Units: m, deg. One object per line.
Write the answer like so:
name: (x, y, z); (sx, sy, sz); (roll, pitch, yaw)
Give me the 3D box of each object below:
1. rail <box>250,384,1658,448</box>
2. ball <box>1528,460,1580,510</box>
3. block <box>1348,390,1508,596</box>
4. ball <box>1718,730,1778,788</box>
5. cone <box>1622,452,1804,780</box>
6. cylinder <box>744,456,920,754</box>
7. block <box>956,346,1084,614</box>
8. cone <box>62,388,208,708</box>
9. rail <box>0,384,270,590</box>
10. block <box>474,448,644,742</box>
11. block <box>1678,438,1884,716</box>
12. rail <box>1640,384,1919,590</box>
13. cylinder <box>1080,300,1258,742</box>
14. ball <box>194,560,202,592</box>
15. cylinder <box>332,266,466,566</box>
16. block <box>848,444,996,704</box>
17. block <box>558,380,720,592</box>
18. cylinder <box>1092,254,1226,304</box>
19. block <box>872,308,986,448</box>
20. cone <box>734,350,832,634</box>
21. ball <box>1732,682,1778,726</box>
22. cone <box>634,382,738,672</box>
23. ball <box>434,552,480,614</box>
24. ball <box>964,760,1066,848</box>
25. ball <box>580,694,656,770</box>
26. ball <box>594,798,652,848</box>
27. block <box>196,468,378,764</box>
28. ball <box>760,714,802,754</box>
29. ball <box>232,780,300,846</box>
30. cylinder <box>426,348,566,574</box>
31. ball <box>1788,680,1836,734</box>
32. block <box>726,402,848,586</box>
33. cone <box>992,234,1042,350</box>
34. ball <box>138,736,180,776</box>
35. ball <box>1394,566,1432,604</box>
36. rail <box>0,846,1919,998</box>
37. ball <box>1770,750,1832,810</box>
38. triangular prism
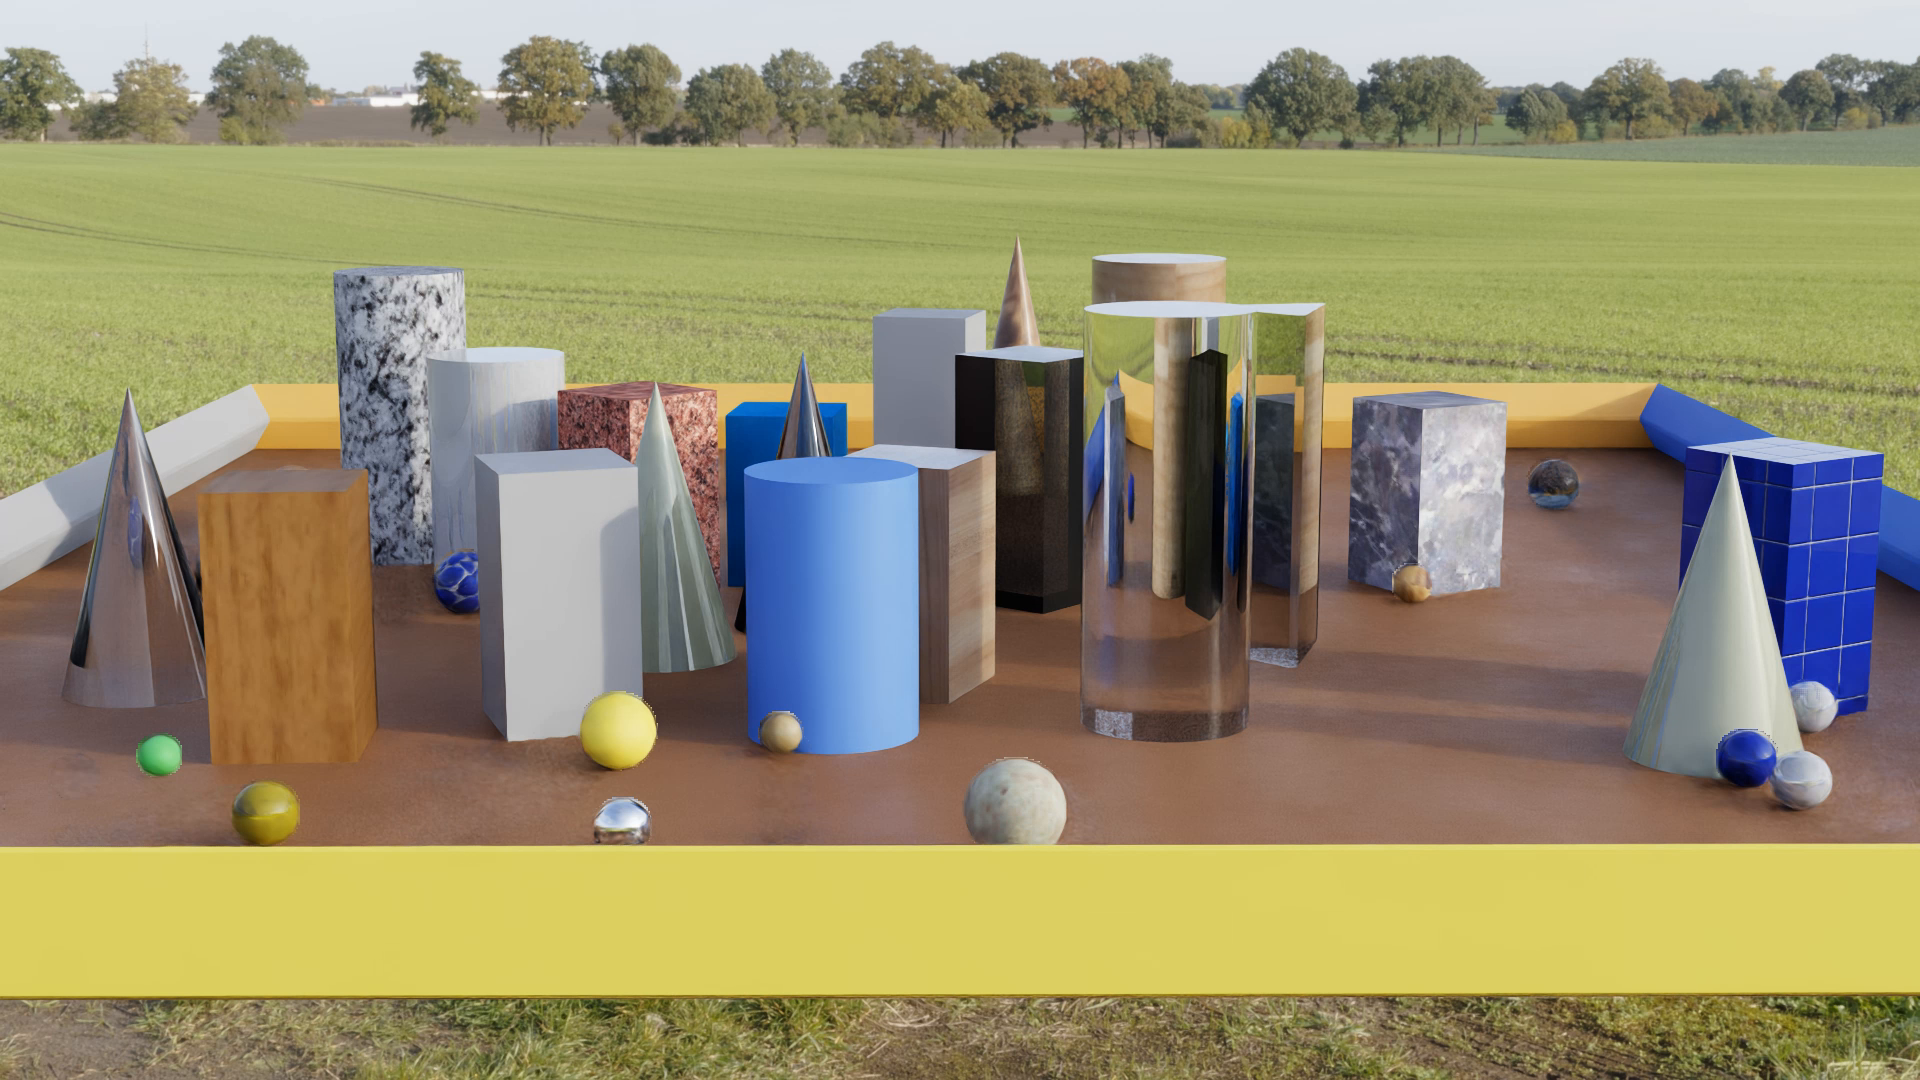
rail: (-0.008, -0.233, 4.865); (2.679, 0.122, 0.045); (0, 11, 0)
ball: (0.977, -0.091, 4.220); (0.082, 0.082, 0.082); (0, 11, 0)
block: (0.656, -0.068, 3.610); (0.151, 0.261, 0.151); (-6, 12, -29)
ball: (0.800, 0.223, 2.606); (0.058, 0.058, 0.058); (0, 11, 0)
cone: (0.802, 0.067, 2.700); (0.189, 0.329, 0.189); (0, 11, 0)
cylinder: (-0.139, 0.068, 2.799); (0.189, 0.292, 0.189); (0, 11, 0)
block: (0.100, -0.086, 3.500); (0.151, 0.337, 0.151); (8, 13, 38)
cone: (-0.959, -0.002, 2.988); (0.189, 0.359, 0.189); (0, 11, 0)
rail: (-1.316, 0.033, 3.442); (0.045, 0.122, 2.928); (0, 11, 0)
block: (-0.446, 0.057, 2.852); (0.151, 0.293, 0.151); (-4, 11, -20)
block: (0.928, 0.044, 2.914); (0.151, 0.295, 0.151); (-7, 12, -32)
rail: (1.316, 0.030, 3.457); (0.045, 0.122, 2.928); (0, 11, 0)
cylinder: (0.229, -0.024, 2.831); (0.189, 0.461, 0.189); (0, 11, 0)
ball: (-0.997, 0.048, 3.484); (0.080, 0.080, 0.080); (0, 11, 0)
cylinder: (-0.825, -0.188, 3.813); (0.189, 0.423, 0.189); (0, 11, 0)
block: (-0.056, 0.036, 3.019); (0.151, 0.272, 0.151); (4, 11, 21)
block: (-0.433, -0.057, 3.467); (0.151, 0.292, 0.151); (10, 14, 43)
cylinder: (0.279, -0.171, 3.637); (0.189, 0.455, 0.189); (0, 11, 0)
block: (-0.048, -0.203, 4.153); (0.151, 0.328, 0.151); (2, 11, 13)
cone: (-0.202, -0.068, 3.334); (0.189, 0.362, 0.189); (0, 11, 0)
ball: (0.874, 0.181, 2.820); (0.049, 0.049, 0.049); (0, 11, 0)
cone: (-0.371, -0.026, 3.159); (0.189, 0.344, 0.189); (0, 11, 0)
ball: (-0.660, 0.057, 3.424); (0.083, 0.083, 0.083); (0, 11, 0)
ball: (0.051, 0.249, 2.364); (0.094, 0.094, 0.094); (0, 11, 0)
ball: (-0.356, 0.199, 2.674); (0.078, 0.078, 0.078); (0, 11, 0)
ball: (-0.313, 0.267, 2.380); (0.053, 0.053, 0.053); (0, 11, 0)
block: (-0.716, 0.079, 2.746); (0.151, 0.289, 0.151); (-1, 11, -4)
ball: (-0.189, 0.205, 2.718); (0.044, 0.044, 0.044); (0, 11, 0)
ball: (-0.653, 0.257, 2.411); (0.062, 0.062, 0.062); (0, 11, 0)
cylinder: (-0.642, -0.095, 3.576); (0.189, 0.328, 0.189); (0, 11, 0)
ball: (0.931, 0.183, 2.816); (0.058, 0.058, 0.058); (0, 11, 0)
block: (-0.244, -0.066, 3.651); (0.151, 0.242, 0.151); (1, 11, 5)
cone: (0.099, -0.314, 4.451); (0.189, 0.436, 0.189); (0, 11, 0)
ball: (-0.826, 0.223, 2.649); (0.042, 0.042, 0.042); (0, 11, 0)
ball: (0.616, 0.060, 3.491); (0.052, 0.052, 0.052); (0, 11, 0)
rail: (0.008, 0.296, 2.033); (2.679, 0.122, 0.045); (0, 11, 0)
ball: (0.830, 0.237, 2.529); (0.058, 0.058, 0.058); (0, 11, 0)
triangular prism: (0.401, -0.075, 3.190); (0.141, 0.429, 0.163); (-10, 14, -42)
